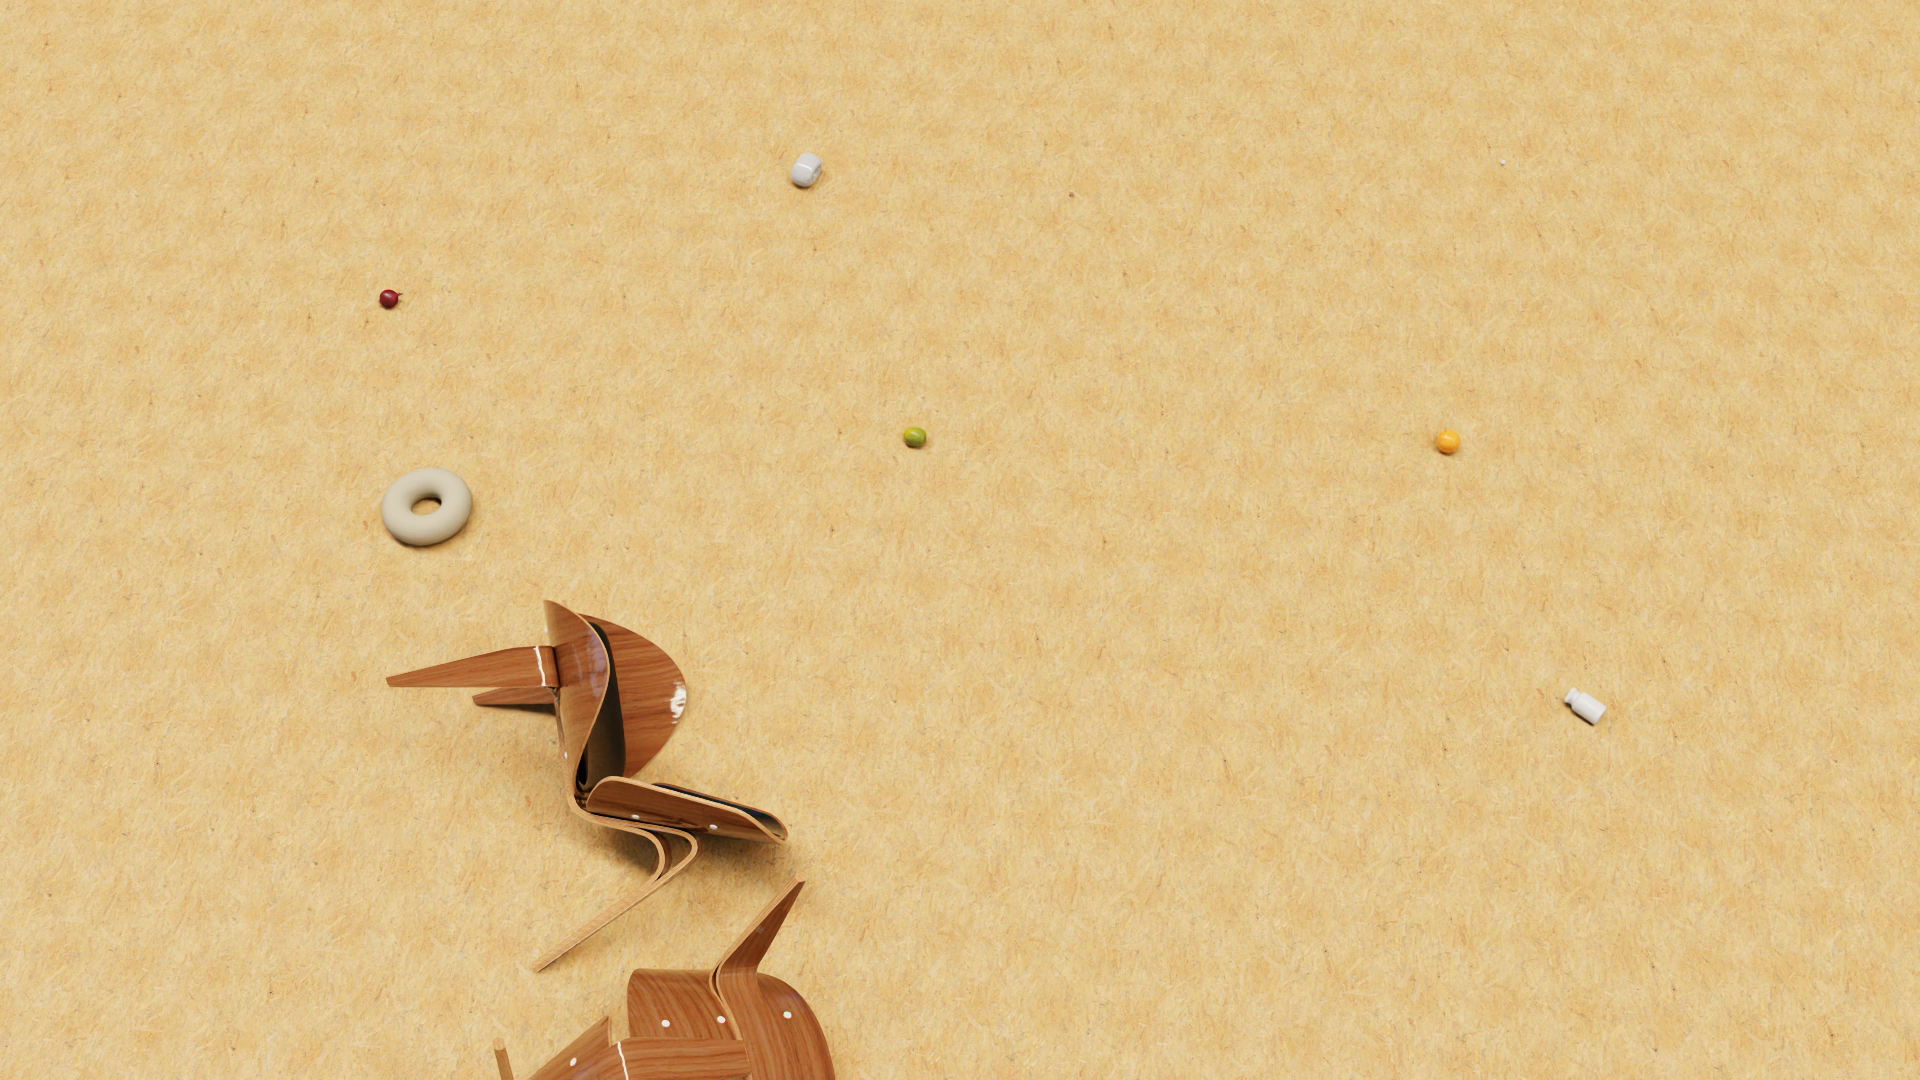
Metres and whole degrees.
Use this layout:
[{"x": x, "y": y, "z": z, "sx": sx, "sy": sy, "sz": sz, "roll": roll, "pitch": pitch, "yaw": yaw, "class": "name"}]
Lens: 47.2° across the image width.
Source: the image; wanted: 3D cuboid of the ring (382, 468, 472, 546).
[{"x": -1.597, "y": -0.102, "z": 6.588, "sx": 0.272, "sy": 0.092, "sz": 0.264, "roll": -28, "pitch": 60, "yaw": -19, "class": "ring"}]

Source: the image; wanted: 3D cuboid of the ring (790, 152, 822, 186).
[{"x": -0.514, "y": -1.239, "z": 7.357, "sx": 0.074, "sy": 0.083, "sz": 0.121, "roll": 27, "pitch": 73, "yaw": 11, "class": "ring"}]
